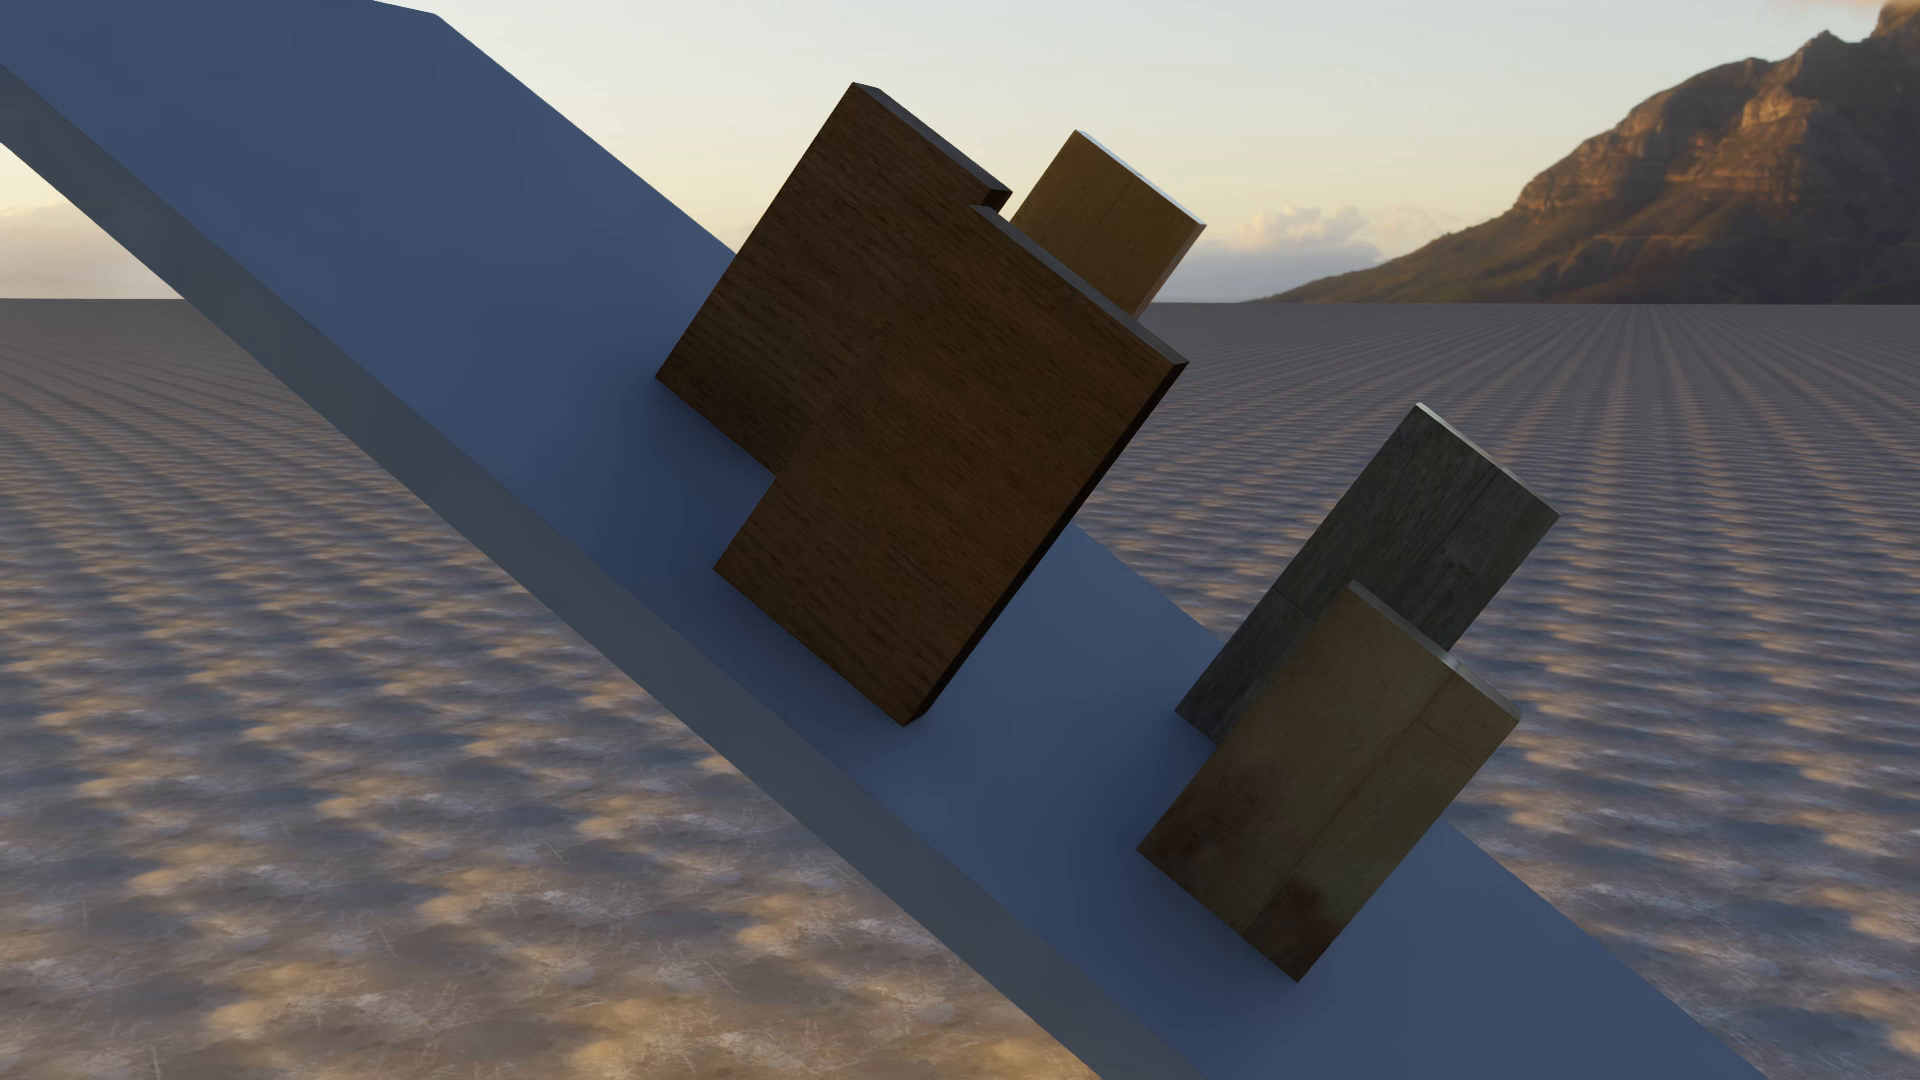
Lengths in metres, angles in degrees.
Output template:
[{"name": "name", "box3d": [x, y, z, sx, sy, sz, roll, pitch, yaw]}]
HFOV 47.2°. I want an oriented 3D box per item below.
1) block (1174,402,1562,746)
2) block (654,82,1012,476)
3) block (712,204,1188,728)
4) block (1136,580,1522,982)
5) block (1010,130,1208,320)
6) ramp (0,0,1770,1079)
[{"name": "block", "box3d": [0.770, 0.138, 4.190, 0.332, 0.750, 0.093, 39, 16, 9]}, {"name": "block", "box3d": [-0.231, -0.460, 3.977, 0.316, 0.649, 0.142, 39, 16, 9]}, {"name": "block", "box3d": [-0.021, -0.110, 3.335, 0.387, 0.692, 0.114, 39, 16, 9]}, {"name": "block", "box3d": [0.576, 0.379, 3.460, 0.327, 0.546, 0.091, 39, 16, 9]}, {"name": "block", "box3d": [0.179, -0.492, 4.790, 0.337, 0.729, 0.093, 39, 16, 9]}, {"name": "ramp", "box3d": [-0.058, 0.119, 4.067, 4.000, 0.100, 2.000, 39, 16, 9]}]
